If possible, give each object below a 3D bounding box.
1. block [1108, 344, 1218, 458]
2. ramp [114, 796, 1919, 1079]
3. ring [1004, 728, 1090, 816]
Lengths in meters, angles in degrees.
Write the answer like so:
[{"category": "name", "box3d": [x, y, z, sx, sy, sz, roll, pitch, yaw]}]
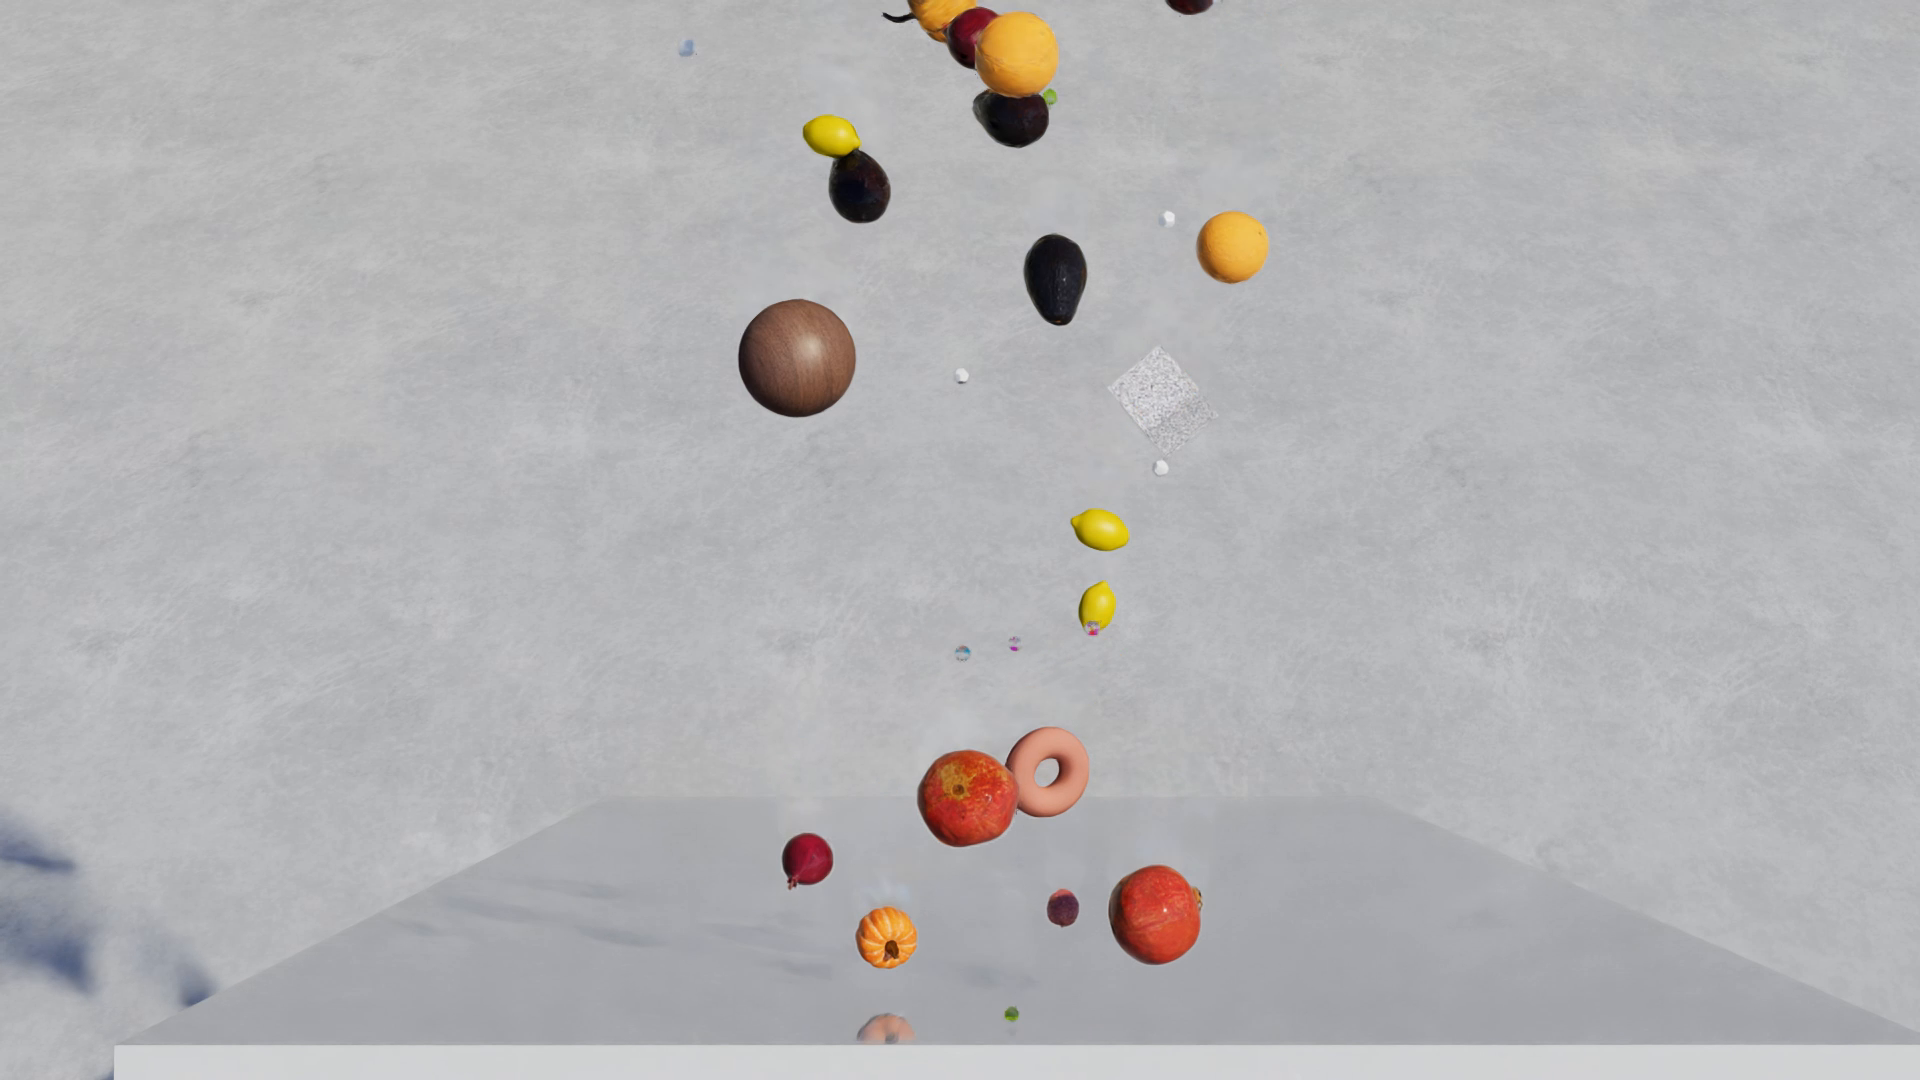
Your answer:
[{"category": "block", "box3d": [0.210, -0.143, 2.681, 0.070, 0.070, 0.070, -40, 61, 4]}, {"category": "ramp", "box3d": [0.077, 0.663, 4.831, 2.000, 0.100, 4.000, 0, -2, 0]}, {"category": "ring", "box3d": [0.110, 0.295, 3.299, 0.118, 0.118, 0.039, -16, 17, -22]}]
